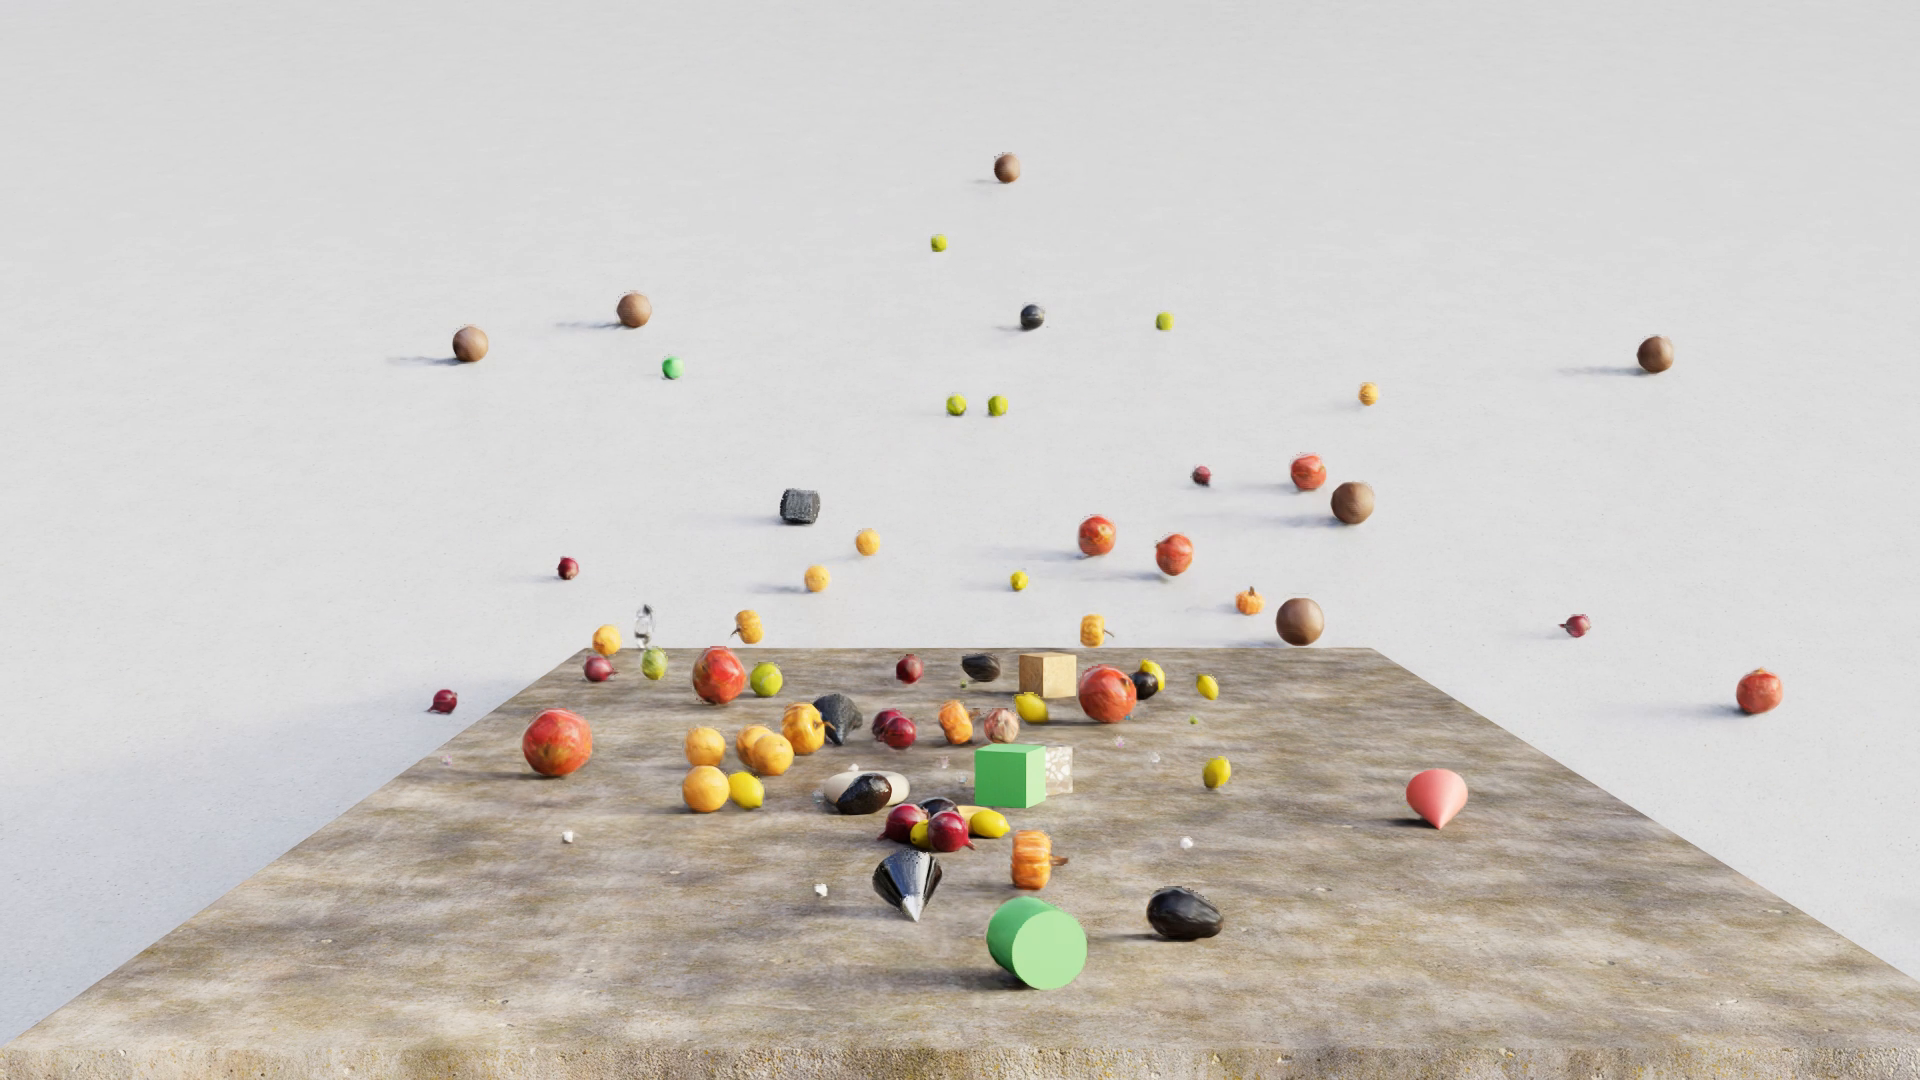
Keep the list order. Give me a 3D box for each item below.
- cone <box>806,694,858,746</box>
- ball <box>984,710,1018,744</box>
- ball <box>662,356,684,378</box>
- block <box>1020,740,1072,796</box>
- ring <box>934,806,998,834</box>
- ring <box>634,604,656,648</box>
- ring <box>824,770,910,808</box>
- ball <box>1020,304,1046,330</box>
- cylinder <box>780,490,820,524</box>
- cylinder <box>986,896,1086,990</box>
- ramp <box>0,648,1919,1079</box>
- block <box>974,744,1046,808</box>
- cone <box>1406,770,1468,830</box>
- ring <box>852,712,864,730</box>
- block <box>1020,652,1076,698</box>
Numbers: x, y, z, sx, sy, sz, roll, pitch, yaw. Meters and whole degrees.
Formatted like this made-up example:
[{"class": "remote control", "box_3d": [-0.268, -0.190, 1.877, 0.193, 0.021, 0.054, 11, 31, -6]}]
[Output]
[{"class": "cone", "box_3d": [-0.229, 0.353, 4.748, 0.098, 0.098, 0.098, -5, 31, -13]}, {"class": "ball", "box_3d": [0.076, 0.344, 4.726, 0.064, 0.064, 0.064, 0, 21, 0]}, {"class": "ball", "box_3d": [-1.005, -0.605, 9.002, 0.077, 0.077, 0.077, 0, 21, 0]}, {"class": "block", "box_3d": [0.130, 0.370, 4.168, 0.076, 0.076, 0.076, -2, 4, -30]}, {"class": "ring", "box_3d": [0.007, 0.414, 3.793, 0.096, 0.032, 0.096, 0, 4, 0]}, {"class": "ring", "box_3d": [-0.798, 0.218, 6.496, 0.037, 0.112, 0.112, 12, 22, 3]}, {"class": "ring", "box_3d": [-0.146, 0.393, 4.052, 0.136, 0.045, 0.136, -1, 3, 0]}, {"class": "ball", "box_3d": [0.269, -0.832, 9.576, 0.096, 0.096, 0.096, 0, 21, 0]}, {"class": "cylinder", "box_3d": [-0.476, -0.099, 7.650, 0.091, 0.091, 0.091, 6, 22, 15]}, {"class": "cylinder", "box_3d": [0.084, 0.442, 2.821, 0.086, 0.086, 0.086, -7, 5, -18]}, {"class": "ramp", "box_3d": [0.048, 0.438, 4.532, 2.000, 0.100, 4.000, 0, 3, 0]}, {"class": "block", "box_3d": [0.080, 0.371, 4.056, 0.087, 0.087, 0.087, 1, 4, 22]}, {"class": "cone", "box_3d": [0.715, 0.406, 3.841, 0.091, 0.091, 0.091, 2, 30, 6]}, {"class": "ring", "box_3d": [-0.238, 0.346, 4.962, 0.102, 0.034, 0.102, 1, 2, 0]}, {"class": "block", "box_3d": [0.187, 0.289, 5.496, 0.087, 0.087, 0.087, -2, 4, -35]}]
